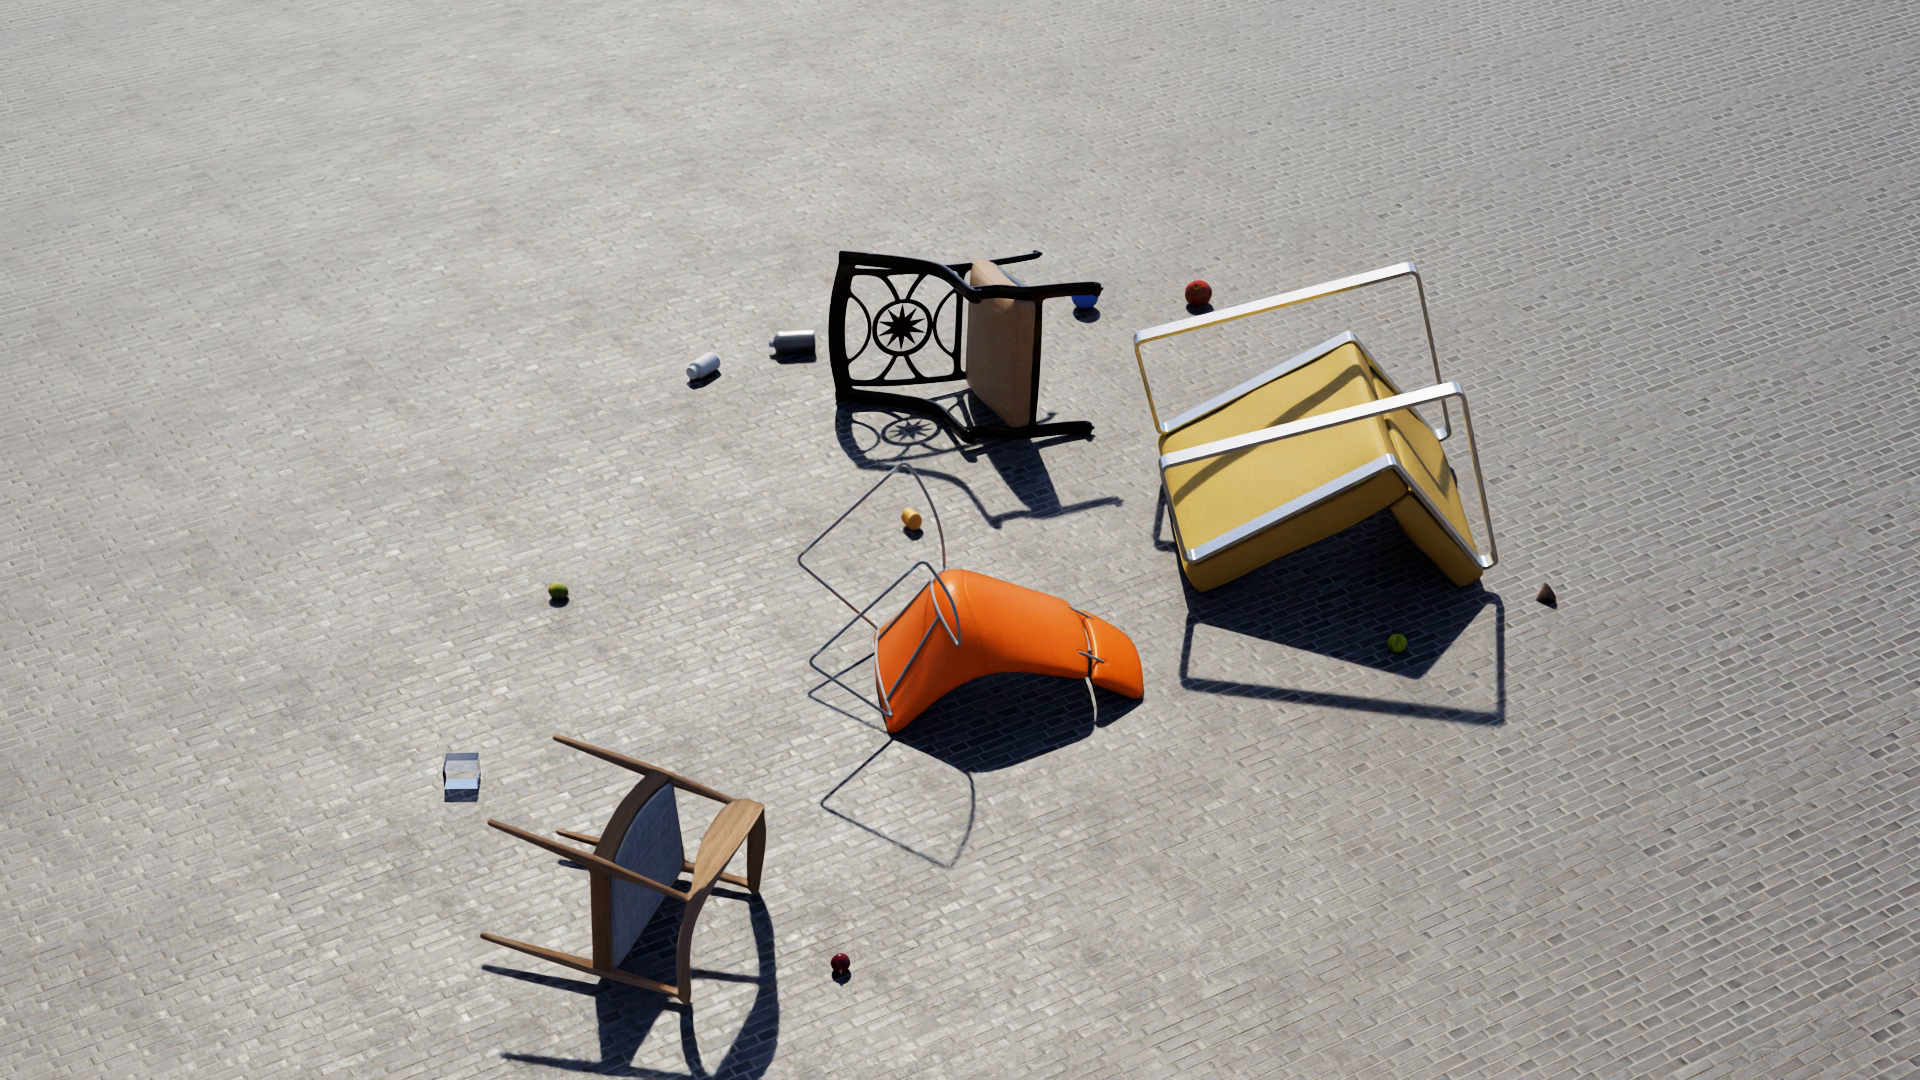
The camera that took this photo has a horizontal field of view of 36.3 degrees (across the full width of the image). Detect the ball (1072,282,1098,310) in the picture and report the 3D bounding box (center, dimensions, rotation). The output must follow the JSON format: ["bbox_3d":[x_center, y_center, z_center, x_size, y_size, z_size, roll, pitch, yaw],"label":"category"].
[{"bbox_3d":[0.529,-1.035,12.410,0.116,0.116,0.116,0,33,0],"label":"ball"}]

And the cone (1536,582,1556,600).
[{"bbox_3d":[2.110,0.202,10.612,0.065,0.066,0.076,-35,37,3],"label":"cone"}]

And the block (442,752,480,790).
[{"bbox_3d":[-1.651,0.765,9.717,0.109,0.074,0.099,-1,33,-1],"label":"block"}]
